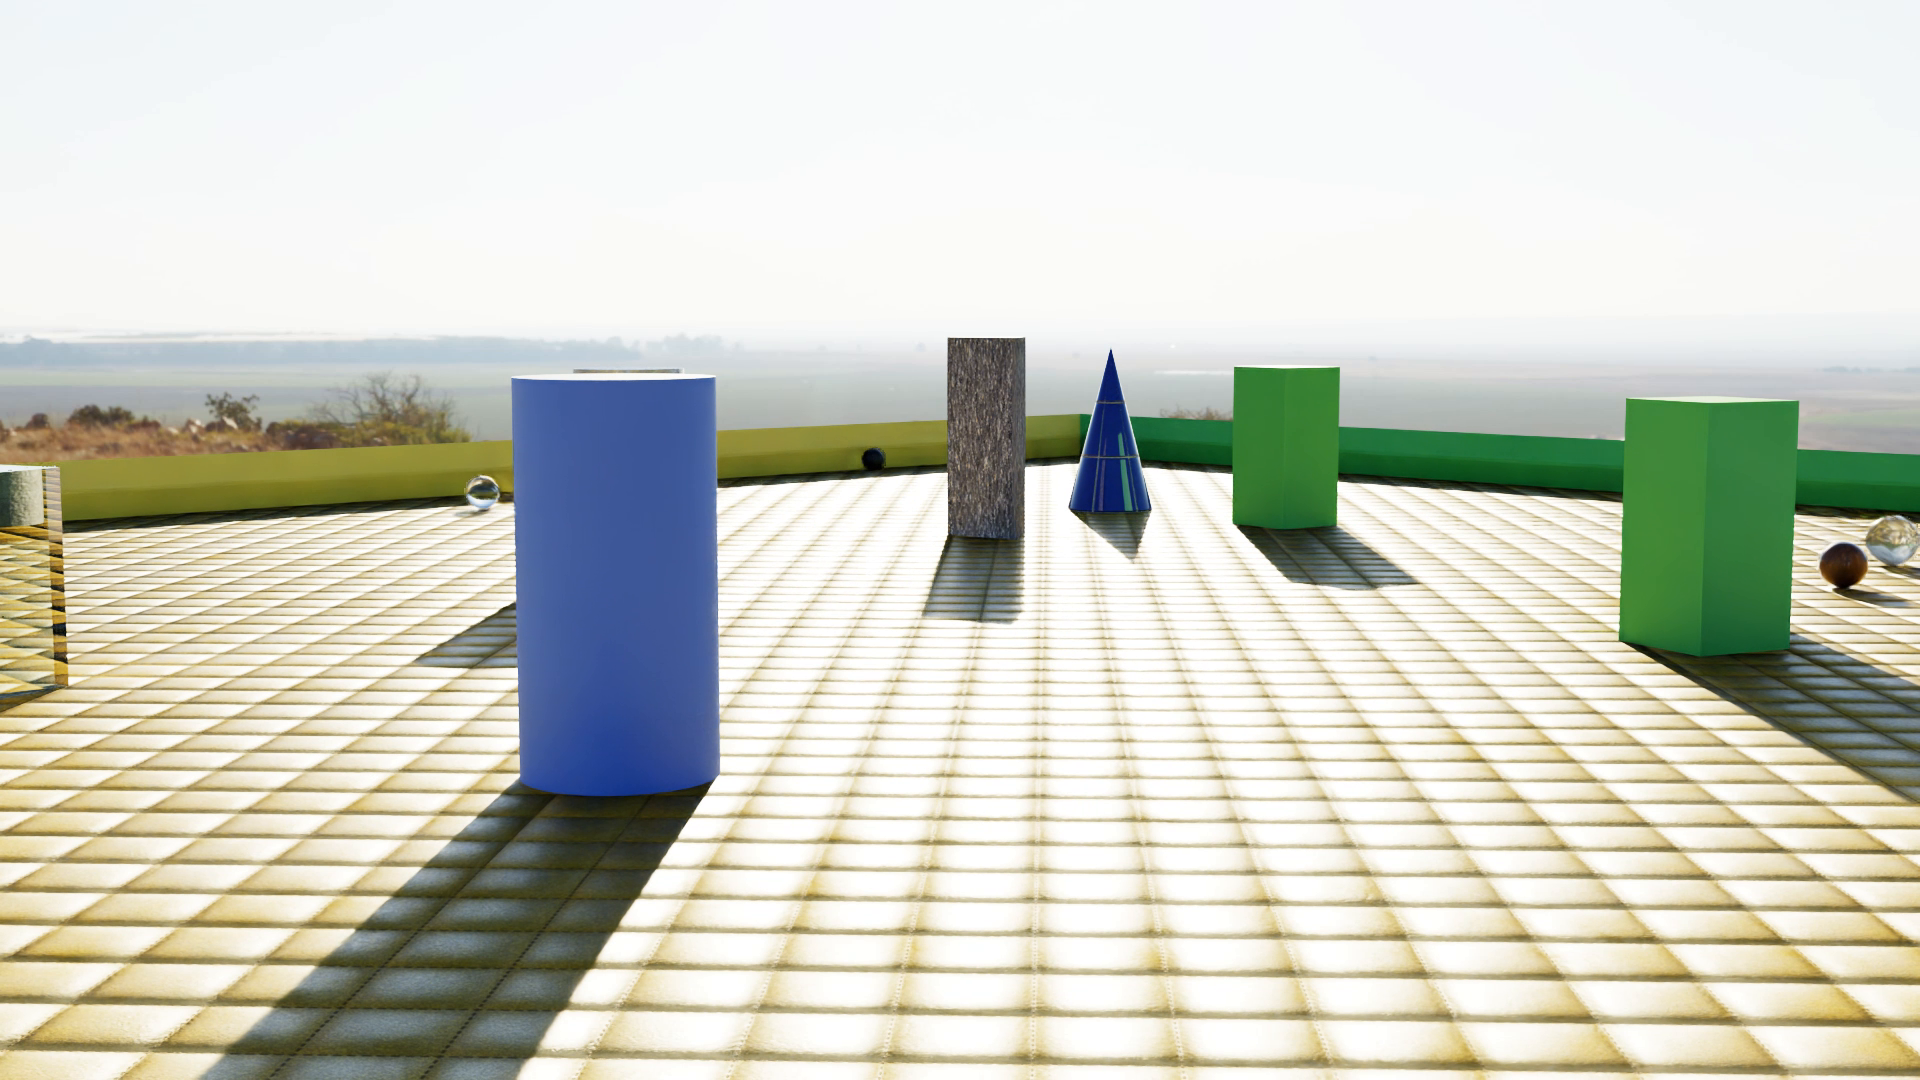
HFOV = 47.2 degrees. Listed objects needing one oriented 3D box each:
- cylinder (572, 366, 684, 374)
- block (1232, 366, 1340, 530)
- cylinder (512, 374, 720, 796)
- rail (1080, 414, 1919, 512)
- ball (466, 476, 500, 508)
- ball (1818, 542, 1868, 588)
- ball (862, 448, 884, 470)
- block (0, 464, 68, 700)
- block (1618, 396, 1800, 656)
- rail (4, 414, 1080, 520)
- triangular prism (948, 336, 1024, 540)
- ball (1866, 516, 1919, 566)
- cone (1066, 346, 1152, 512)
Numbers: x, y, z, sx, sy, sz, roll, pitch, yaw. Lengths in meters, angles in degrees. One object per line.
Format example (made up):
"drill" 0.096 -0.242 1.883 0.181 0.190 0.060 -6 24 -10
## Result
"cylinder" -0.572 -0.127 3.809 0.190 0.341 0.190 0 6 0
"block" 0.670 -0.194 4.525 0.152 0.325 0.152 -4 7 -35
"cylinder" -0.325 0.035 2.088 0.190 0.380 0.190 0 6 0
"rail" 1.855 -0.147 5.034 0.045 0.124 4.449 -6 8 -42
"ball" -1.061 -0.106 4.890 0.073 0.073 0.073 0 6 0
"ball" 1.408 0.039 3.505 0.075 0.075 0.075 0 6 0
"ball" -0.239 -0.221 6.041 0.060 0.060 0.060 0 6 0
"block" -1.155 0.048 2.551 0.152 0.259 0.152 3 7 25
"block" 0.986 -0.023 2.902 0.152 0.325 0.152 -3 7 -24
"rail" -1.492 -0.137 4.941 5.095 0.124 0.045 -6 8 -42
"triangular prism" 0.084 -0.205 4.330 0.165 0.388 0.143 5 8 37
"ball" 1.618 0.001 3.815 0.087 0.087 0.087 0 6 0
"cone" 0.333 -0.249 4.871 0.190 0.361 0.190 0 6 0
